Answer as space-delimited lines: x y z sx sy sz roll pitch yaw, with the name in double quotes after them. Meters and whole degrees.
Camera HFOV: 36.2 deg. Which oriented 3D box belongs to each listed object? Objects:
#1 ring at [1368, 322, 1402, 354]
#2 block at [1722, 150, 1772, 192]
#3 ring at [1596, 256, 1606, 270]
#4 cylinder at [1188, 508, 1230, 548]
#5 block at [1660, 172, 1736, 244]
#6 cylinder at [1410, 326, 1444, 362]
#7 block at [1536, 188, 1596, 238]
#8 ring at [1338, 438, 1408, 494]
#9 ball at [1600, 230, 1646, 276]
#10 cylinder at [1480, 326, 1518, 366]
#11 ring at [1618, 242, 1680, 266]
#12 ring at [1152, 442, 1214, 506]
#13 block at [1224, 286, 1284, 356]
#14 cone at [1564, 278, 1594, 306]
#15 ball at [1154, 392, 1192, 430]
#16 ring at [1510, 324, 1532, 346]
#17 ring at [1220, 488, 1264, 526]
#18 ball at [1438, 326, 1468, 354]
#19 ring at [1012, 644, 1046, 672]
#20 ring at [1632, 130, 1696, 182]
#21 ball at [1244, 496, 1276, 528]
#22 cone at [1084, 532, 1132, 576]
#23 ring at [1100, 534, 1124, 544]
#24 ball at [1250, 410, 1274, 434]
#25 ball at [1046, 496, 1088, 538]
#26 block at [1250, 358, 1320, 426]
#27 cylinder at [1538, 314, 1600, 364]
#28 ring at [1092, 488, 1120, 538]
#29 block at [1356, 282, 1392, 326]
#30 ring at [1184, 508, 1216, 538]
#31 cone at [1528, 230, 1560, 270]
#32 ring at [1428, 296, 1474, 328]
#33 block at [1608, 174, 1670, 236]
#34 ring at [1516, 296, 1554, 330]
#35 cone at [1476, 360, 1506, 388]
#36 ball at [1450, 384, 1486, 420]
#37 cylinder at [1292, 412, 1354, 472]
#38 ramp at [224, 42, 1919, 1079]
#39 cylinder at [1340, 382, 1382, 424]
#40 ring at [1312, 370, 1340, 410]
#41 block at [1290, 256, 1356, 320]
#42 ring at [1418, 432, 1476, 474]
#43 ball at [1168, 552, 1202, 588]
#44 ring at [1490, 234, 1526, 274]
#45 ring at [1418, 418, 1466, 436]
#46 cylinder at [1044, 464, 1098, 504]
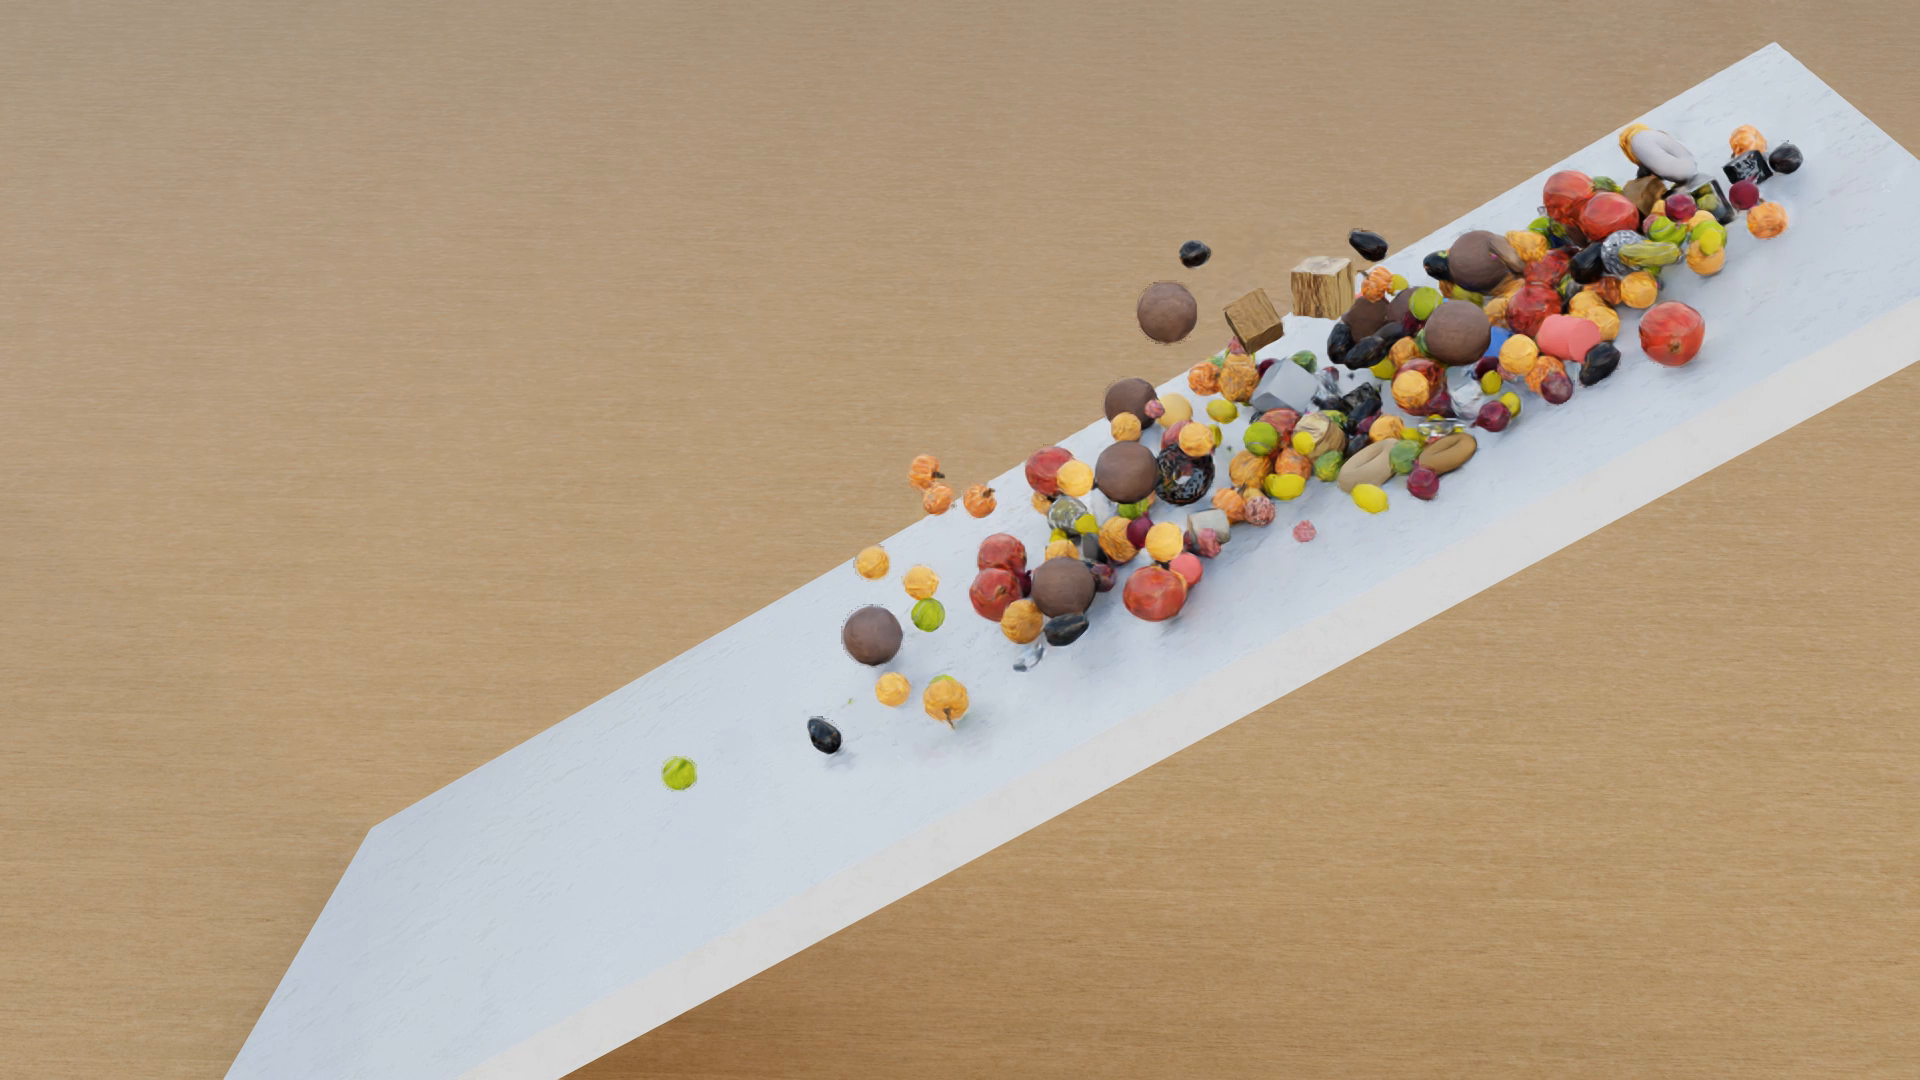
0.879 -0.417 6.080 0.087 0.087 0.029 -19 64 -44 "ring"
1.589 -0.745 5.938 0.060 0.060 0.060 -34 8 -6 "block"
1.334 -0.576 5.988 0.087 0.029 0.087 -28 13 7 "ring"
0.485 -0.023 5.739 0.069 0.069 0.069 -10 20 -5 "cylinder"
1.470 -0.663 5.858 0.095 0.095 0.095 -31 14 5 "block"
0.976 -0.408 6.120 0.057 0.057 0.057 -35 21 3 "cylinder"
1.309 -0.705 6.352 0.076 0.076 0.076 -32 13 -22 "block"
0.793 -0.142 5.654 0.149 0.050 0.149 -32 13 9 "ring"
1.283 -0.554 5.678 0.090 0.090 0.090 0 19 0 "ball"
1.060 -0.382 5.785 0.059 0.059 0.059 20 19 -7 "cylinder"
1.308 -0.543 5.580 0.117 0.039 0.117 -4 10 1 "ring"
0.464 -0.138 6.119 0.139 0.139 0.046 -6 22 -16 "ring"
0.618 -0.459 6.177 0.090 0.090 0.090 -29 -18 1 "block"
1.226 -0.496 5.804 0.057 0.057 0.057 1 -8 3 "cone"
0.486 -0.293 6.701 0.087 0.087 0.087 0 19 0 "ball"
1.110 -0.407 5.884 0.083 0.028 0.083 -39 6 5 "ring"
0.565 -0.066 5.910 0.105 0.035 0.105 -29 16 9 "ring"
1.015 -0.411 6.048 0.060 0.060 0.060 0 19 0 "ball"
0.138 0.235 5.831 0.076 0.025 0.076 -30 16 10 "ring"
1.431 -0.780 5.978 0.146 0.049 0.146 21 33 -15 "ring"
0.589 -0.056 5.774 0.061 0.061 0.061 0 19 0 "ball"
0.315 0.021 6.125 0.093 0.093 0.093 -8 21 -15 "cone"
0.304 0.012 6.205 0.091 0.030 0.091 -29 14 8 "ring"
0.647 -0.253 6.313 0.050 0.050 0.050 0 19 0 "ball"
0.235 -0.050 6.420 0.092 0.092 0.092 0 19 0 "ball"
0.674 -0.308 6.103 0.090 0.090 0.090 33 -22 -10 "block"
1.141 -0.377 5.507 0.082 0.082 0.082 -12 17 -31 "cylinder"
0.305 -0.057 6.160 0.037 0.111 0.111 -19 16 13 "ring"
0.927 -0.529 6.607 0.062 0.062 0.062 -29 15 14 "block"
0.493 -0.033 5.962 0.087 0.029 0.087 -30 15 9 "ring"
1.231 -0.629 6.279 0.077 0.077 0.077 -30 15 9 "cone"
1.005 -0.466 6.030 0.102 0.034 0.102 26 -5 2 "ring"
1.403 -0.685 6.036 0.084 0.084 0.084 -53 18 -19 "block"
1.143 -0.451 5.842 0.075 0.075 0.025 6 -16 16 "ring"
1.051 -0.329 5.779 0.055 0.055 0.055 -9 21 -22 "cone"
0.976 -0.266 5.646 0.067 0.067 0.067 0 19 0 "ball"
0.720 -0.195 5.842 0.088 0.088 0.088 40 -5 -34 "cylinder"
0.142 0.168 6.288 4.000 0.100 2.000 -29 15 13 "ramp"
0.820 -0.280 6.018 0.062 0.062 0.062 -45 36 -15 "cylinder"
0.765 -0.315 6.181 0.086 0.086 0.029 -19 -1 -43 "ring"
0.740 -0.514 5.988 0.095 0.095 0.095 9 29 30 "block"
0.911 -0.161 5.496 0.117 0.039 0.117 -27 15 8 "ring"
0.437 0.059 5.704 0.067 0.067 0.067 0 19 0 "ball"
1.062 -0.553 5.703 0.031 0.092 0.092 -38 13 15 "ring"
0.909 -0.212 5.550 0.088 0.029 0.088 -3 7 0 "ring"
0.250 -0.111 6.594 0.088 0.088 0.088 -38 33 -18 "cylinder"
